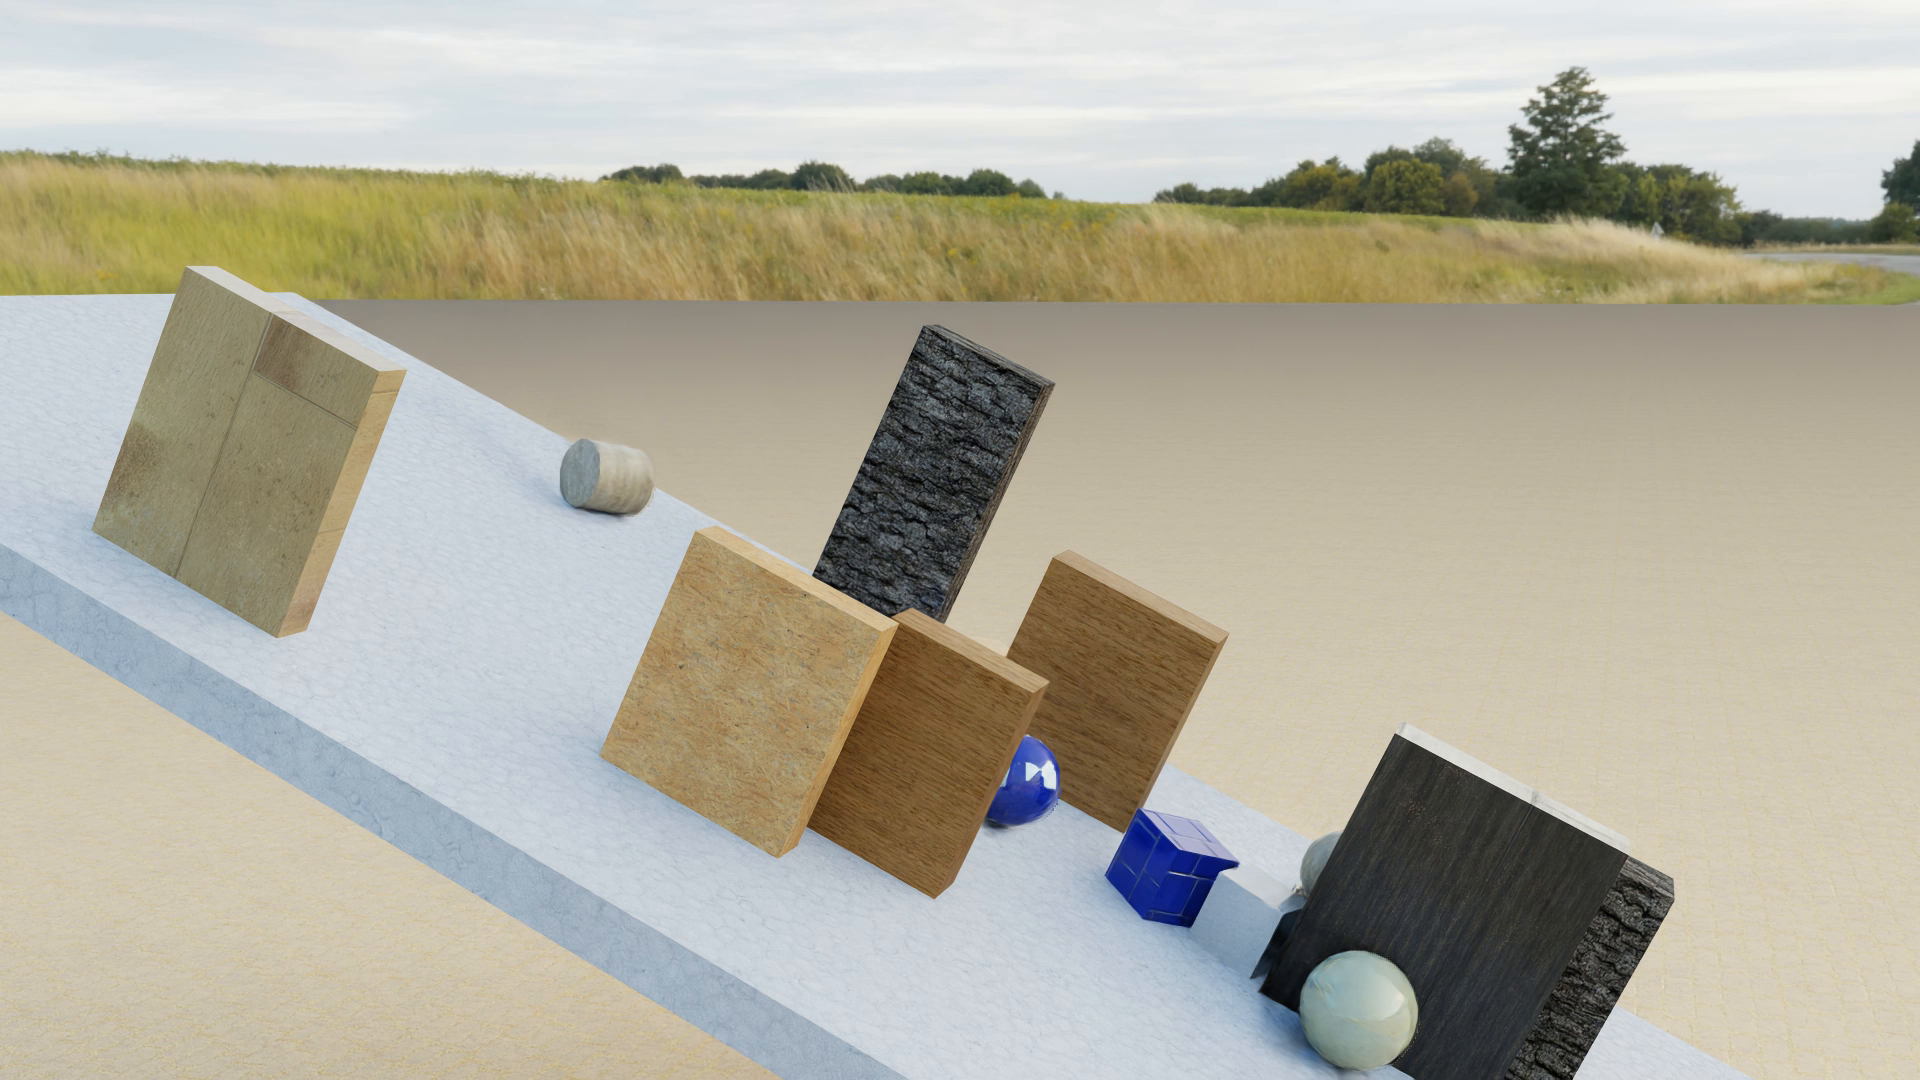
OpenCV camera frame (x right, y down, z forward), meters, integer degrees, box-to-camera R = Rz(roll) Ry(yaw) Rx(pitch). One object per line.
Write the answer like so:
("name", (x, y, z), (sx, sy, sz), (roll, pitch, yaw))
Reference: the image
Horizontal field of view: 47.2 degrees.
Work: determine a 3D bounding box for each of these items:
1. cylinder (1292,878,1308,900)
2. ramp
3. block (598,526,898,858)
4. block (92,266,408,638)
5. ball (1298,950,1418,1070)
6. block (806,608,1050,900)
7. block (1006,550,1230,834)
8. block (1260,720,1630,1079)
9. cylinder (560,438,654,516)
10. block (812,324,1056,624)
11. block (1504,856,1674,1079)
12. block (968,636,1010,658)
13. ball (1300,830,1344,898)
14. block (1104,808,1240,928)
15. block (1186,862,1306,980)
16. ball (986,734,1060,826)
("cylinder", (0.732, 0.712, 4.250), (0.162, 0.162, 0.162), (3, -11, 21))
("ramp", (-0.261, 0.445, 4.169), (4.000, 0.100, 2.000), (28, 14, 12))
("block", (-0.351, 0.248, 3.627), (0.353, 0.426, 0.088), (28, 14, 12))
("block", (-1.162, -0.145, 3.582), (0.385, 0.480, 0.082), (28, 14, 12))
("ball", (0.686, 0.810, 3.791), (0.203, 0.203, 0.203), (0, 7, 0))
("block", (-0.063, 0.362, 3.752), (0.272, 0.402, 0.111), (28, 14, 12))
("block", (0.277, 0.306, 4.481), (0.372, 0.440, 0.131), (28, 14, 12))
("block", (0.854, 0.668, 3.901), (0.439, 0.540, 0.115), (28, 14, 12))
("cylinder", (-0.790, -0.140, 4.922), (0.151, 0.151, 0.151), (11, -3, -45))
("block", (-0.074, -0.102, 4.886), (0.298, 0.686, 0.115), (28, 14, 12))
("block", (1.064, 0.777, 3.983), (0.243, 0.481, 0.148), (28, 14, 12))
("block", (0.049, 0.309, 4.687), (0.152, 0.152, 0.152), (9, 20, -48))
("ball", (0.716, 0.623, 4.096), (0.164, 0.164, 0.164), (0, 7, 0))
("block", (0.398, 0.618, 4.127), (0.151, 0.151, 0.151), (16, 16, -32))
("block", (0.536, 0.703, 4.065), (0.142, 0.142, 0.142), (32, 15, 28))
("ball", (0.103, 0.454, 4.175), (0.177, 0.177, 0.177), (0, 7, 0))
